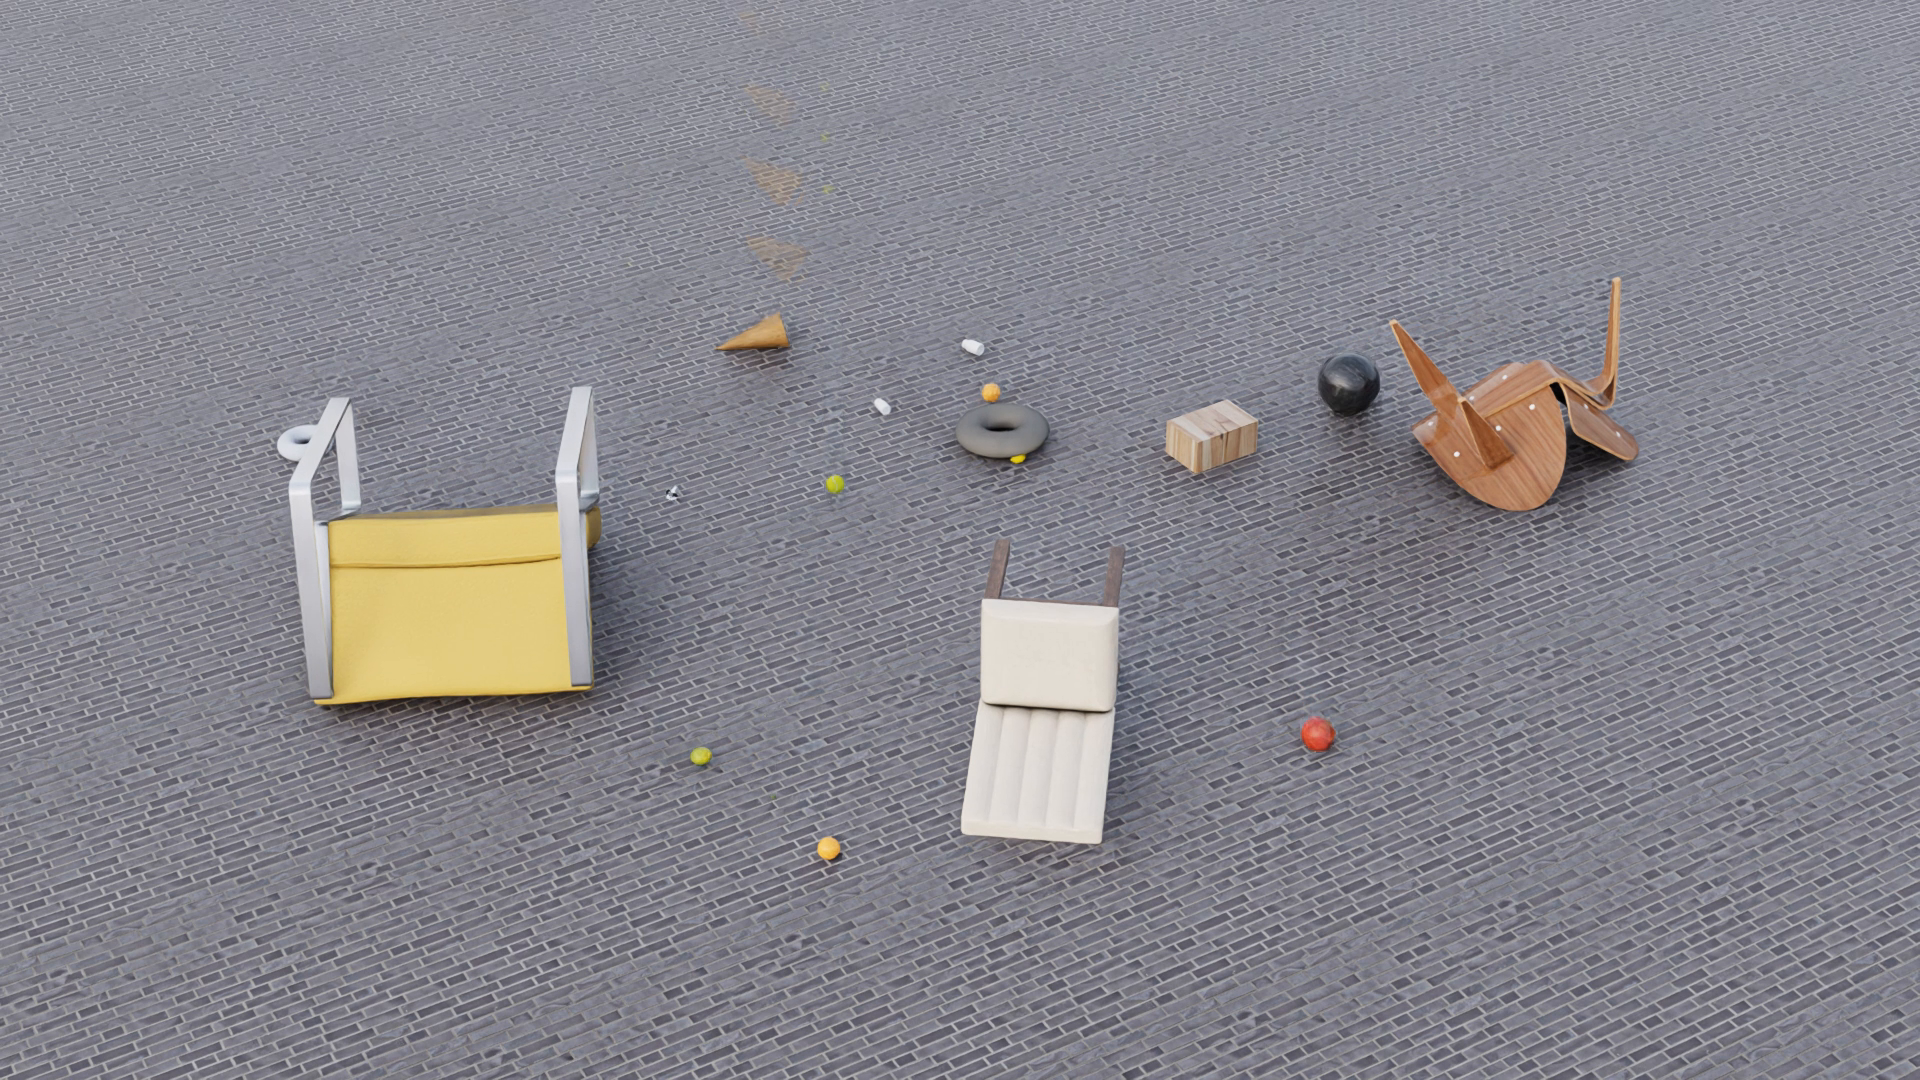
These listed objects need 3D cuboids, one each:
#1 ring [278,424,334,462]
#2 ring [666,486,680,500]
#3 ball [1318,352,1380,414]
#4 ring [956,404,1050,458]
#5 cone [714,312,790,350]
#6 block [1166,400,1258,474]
[{"bbox_3d":[-2.558,-0.379,11.461,0.217,0.066,0.217,14,37,22],"label":"ring"},{"bbox_3d":[-1.095,-0.179,11.170,0.049,0.055,0.039,35,31,20],"label":"ring"},{"bbox_3d":[1.548,-0.625,11.668,0.248,0.248,0.248,0,33,0],"label":"ball"},{"bbox_3d":[0.166,-0.431,11.497,0.381,0.097,0.343,12,36,27],"label":"ring"},{"bbox_3d":[-0.874,-0.833,12.142,0.308,0.142,0.214,-17,15,0],"label":"cone"},{"bbox_3d":[0.982,-0.404,11.430,0.298,0.141,0.195,-20,38,-28],"label":"block"}]
